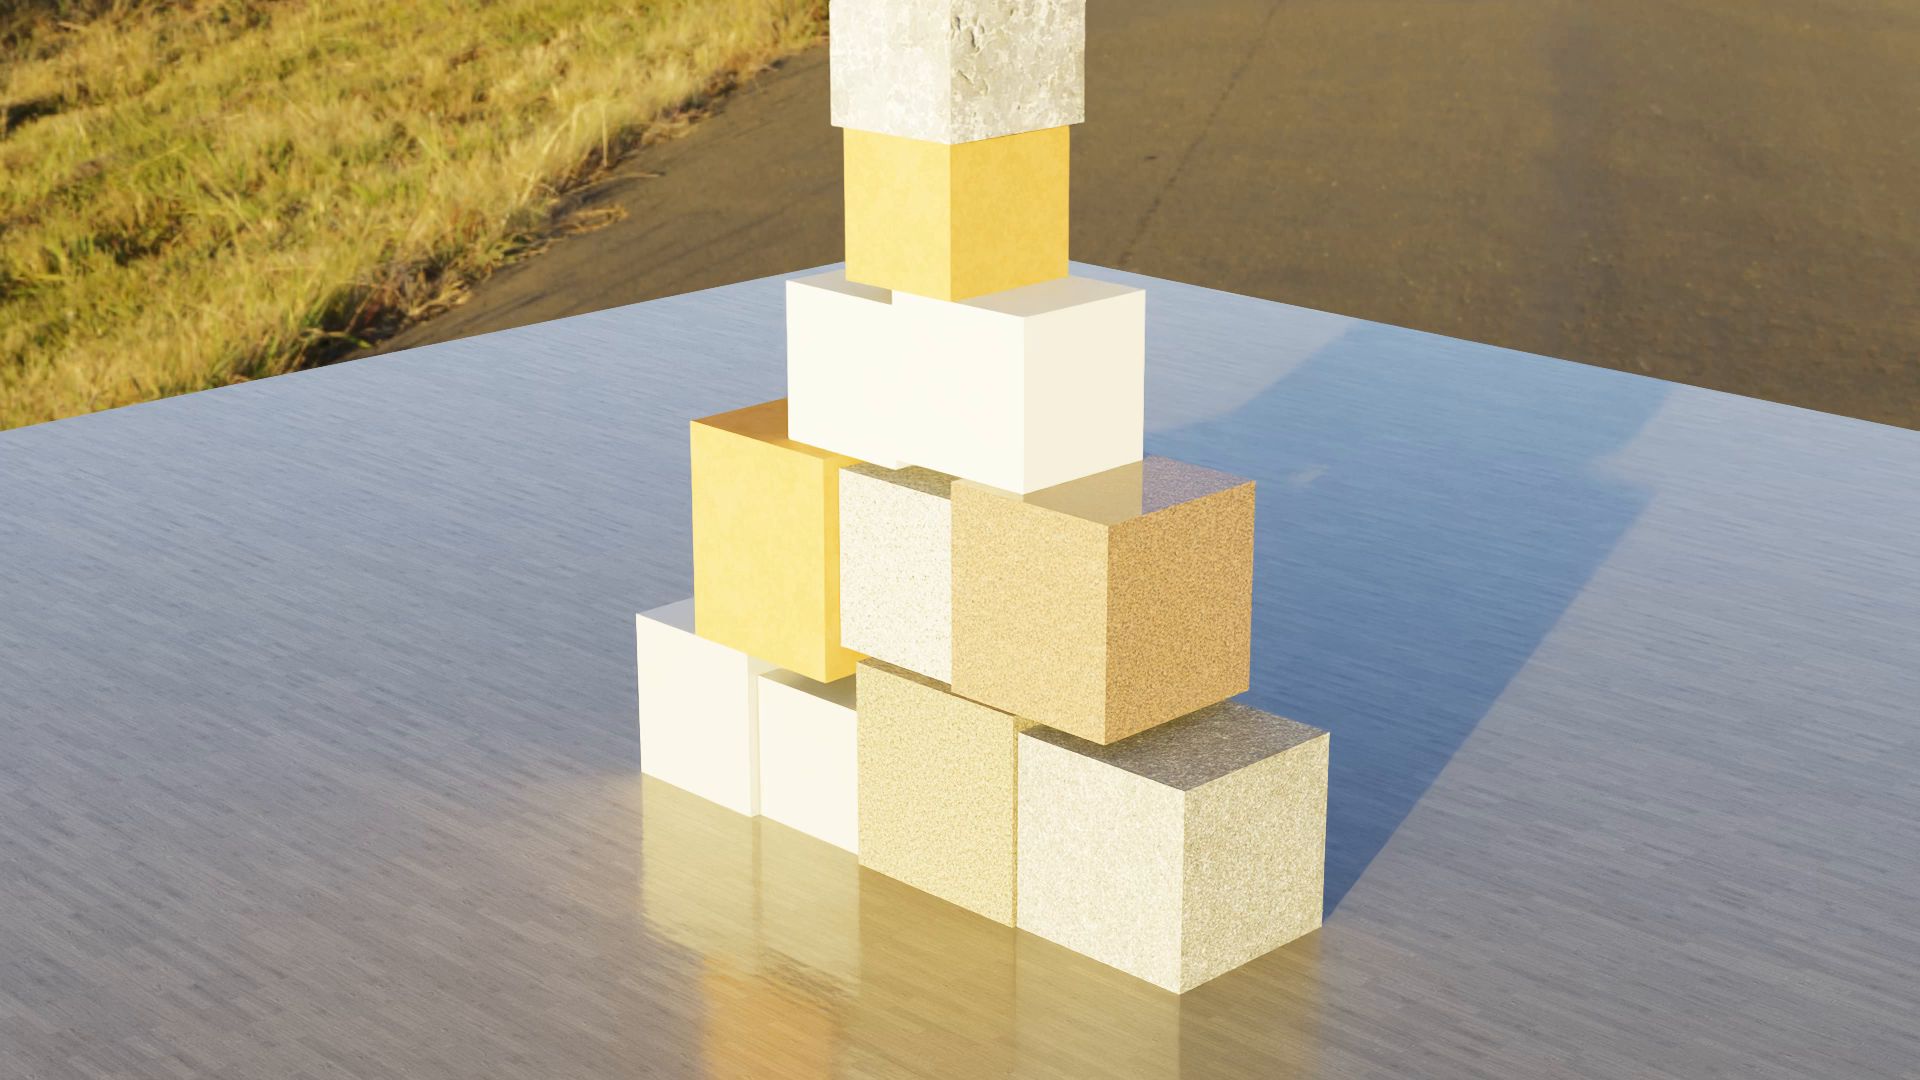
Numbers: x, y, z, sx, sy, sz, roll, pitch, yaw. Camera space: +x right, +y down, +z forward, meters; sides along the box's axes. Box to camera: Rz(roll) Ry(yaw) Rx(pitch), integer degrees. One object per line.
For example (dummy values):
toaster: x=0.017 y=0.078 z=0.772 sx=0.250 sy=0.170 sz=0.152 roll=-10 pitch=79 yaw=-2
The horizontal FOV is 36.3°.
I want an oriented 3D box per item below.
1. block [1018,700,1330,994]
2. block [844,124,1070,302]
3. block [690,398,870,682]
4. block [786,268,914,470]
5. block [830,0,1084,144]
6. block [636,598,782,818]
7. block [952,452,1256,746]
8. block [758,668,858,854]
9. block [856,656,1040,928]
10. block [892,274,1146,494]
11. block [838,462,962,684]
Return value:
block: x=0.923 y=1.267 z=12.787 sx=0.953 sy=0.916 sz=0.946 roll=-17 pitch=24 yaw=-42
block: x=-0.013 y=-1.485 z=12.871 sx=0.736 sy=0.684 sz=0.654 roll=-17 pitch=24 yaw=-42
block: x=-0.610 y=-0.051 z=13.949 sx=0.940 sy=1.069 sz=0.922 roll=-17 pitch=24 yaw=-42
block: x=-0.279 y=-0.819 z=13.381 sx=0.725 sy=0.742 sz=0.710 roll=-17 pitch=24 yaw=-42
block: x=-0.010 y=-2.179 z=12.662 sx=0.820 sy=0.764 sz=0.735 roll=-17 pitch=24 yaw=-42
block: x=-0.964 y=0.748 z=14.575 sx=0.946 sy=0.833 sz=0.828 roll=-17 pitch=24 yaw=-42
block: x=0.618 y=0.206 z=12.778 sx=0.944 sy=0.963 sz=0.912 roll=-17 pitch=24 yaw=-42
block: x=-0.389 y=0.971 z=14.067 sx=0.866 sy=0.713 sz=0.746 roll=-17 pitch=24 yaw=-42
block: x=0.214 y=1.029 z=13.416 sx=0.946 sy=0.991 sz=0.989 roll=-17 pitch=24 yaw=-42
block: x=0.256 y=-0.723 z=12.853 sx=0.762 sy=0.765 sz=0.792 roll=-17 pitch=24 yaw=-42
block: x=0.011 y=0.079 z=13.370 sx=0.800 sy=0.849 sz=0.779 roll=-17 pitch=24 yaw=-42
